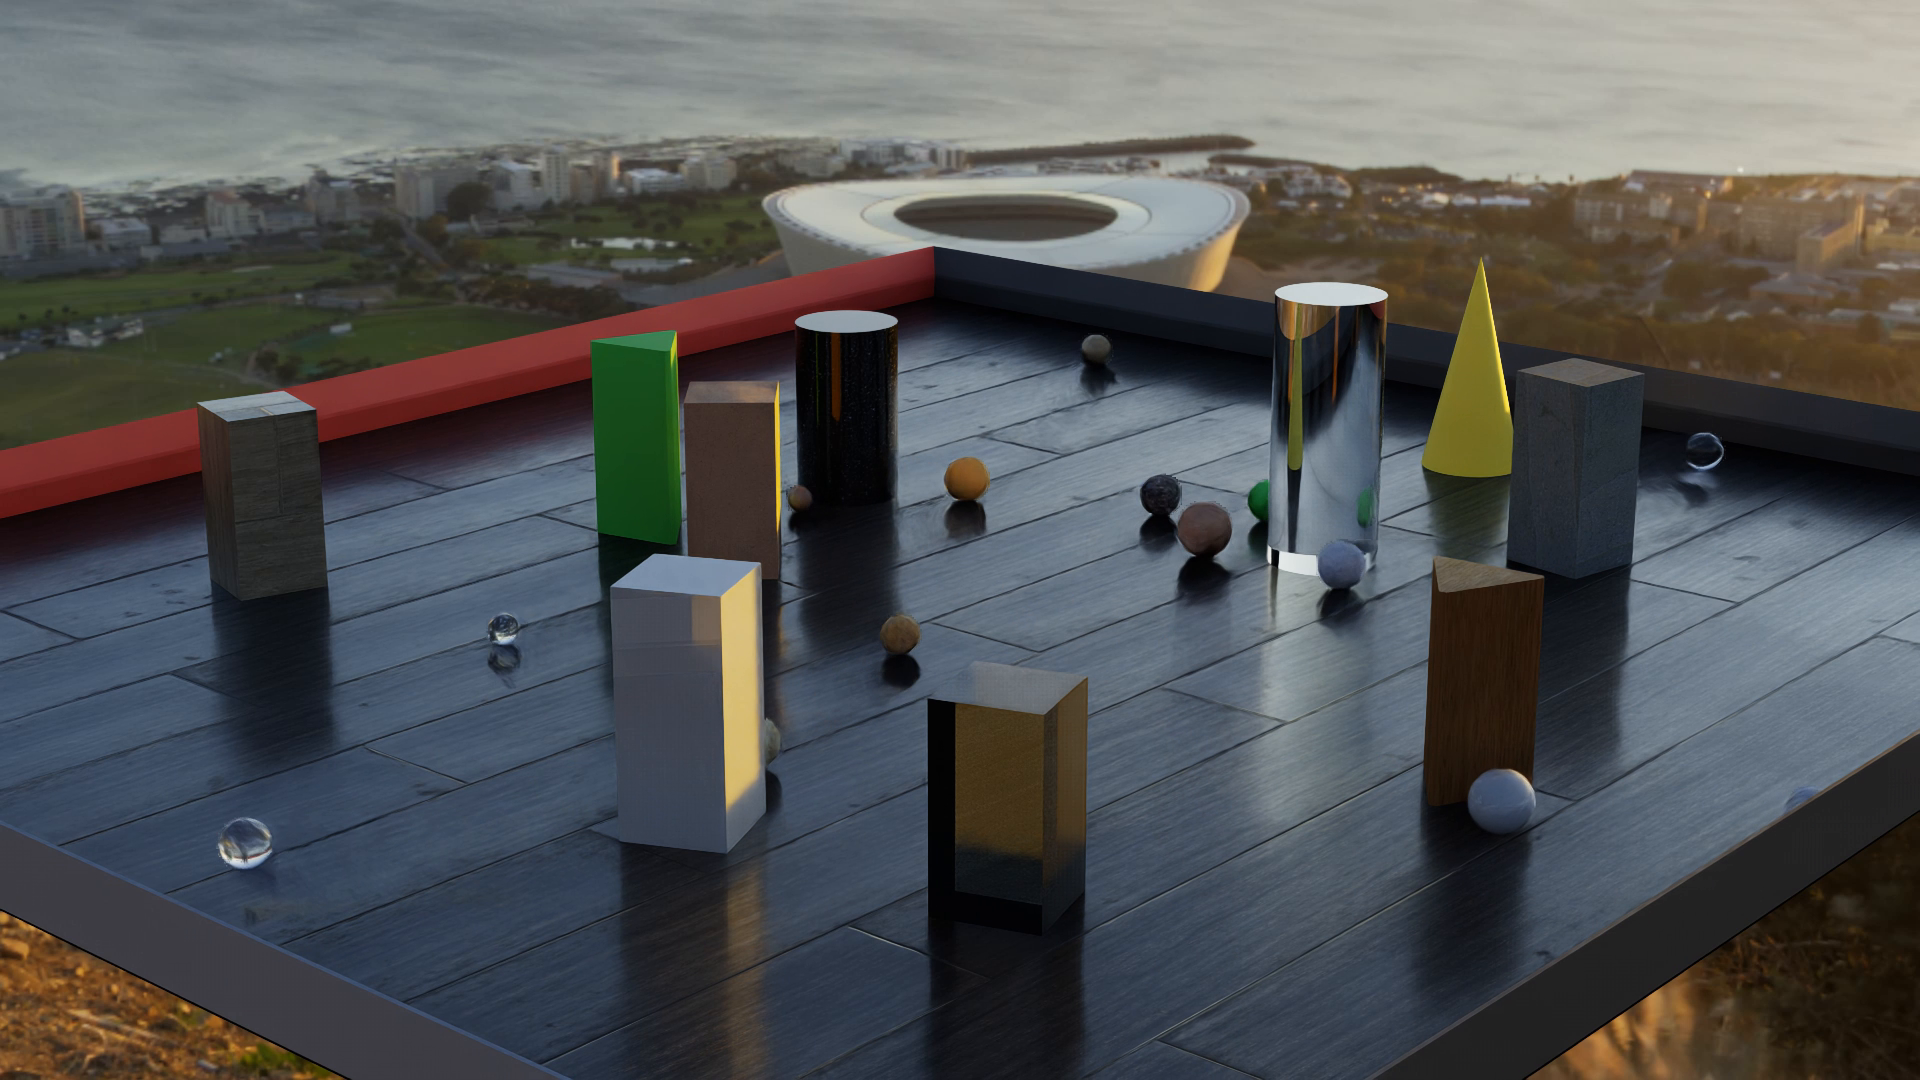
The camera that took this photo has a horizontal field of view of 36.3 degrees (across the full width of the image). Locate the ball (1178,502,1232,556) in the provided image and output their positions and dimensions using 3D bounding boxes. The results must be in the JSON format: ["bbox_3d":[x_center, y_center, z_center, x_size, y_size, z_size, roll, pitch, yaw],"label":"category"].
[{"bbox_3d":[0.446,-0.019,5.345,0.099,0.099,0.099,0,17,0],"label":"ball"}]

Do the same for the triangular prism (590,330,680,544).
[{"bbox_3d":[-0.570,-0.198,5.476,0.172,0.367,0.149,9,19,27],"label":"triangular prism"}]

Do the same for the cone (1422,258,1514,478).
[{"bbox_3d":[1.039,-0.360,5.906,0.199,0.430,0.199,0,17,0],"label":"cone"}]

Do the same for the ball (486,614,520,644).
[{"bbox_3d":[-0.759,0.148,4.872,0.053,0.053,0.053,0,17,0],"label":"ball"}]

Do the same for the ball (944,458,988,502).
[{"bbox_3d":[0.012,-0.118,5.700,0.085,0.085,0.085,0,17,0],"label":"ball"}]

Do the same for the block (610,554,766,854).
[{"bbox_3d":[-0.374,0.225,4.066,0.159,0.371,0.159,5,17,15],"label":"block"}]

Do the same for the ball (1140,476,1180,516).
[{"bbox_3d":[0.383,-0.085,5.603,0.078,0.078,0.078,0,17,0],"label":"ball"}]

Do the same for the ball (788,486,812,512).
[{"bbox_3d":[-0.308,-0.078,5.631,0.048,0.048,0.048,0,17,0],"label":"ball"}]

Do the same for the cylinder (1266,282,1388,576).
[{"bbox_3d":[0.658,-0.200,5.266,0.199,0.493,0.199,0,17,0],"label":"cylinder"}]

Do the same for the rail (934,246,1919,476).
[{"bbox_3d":[1.195,-0.365,6.438,3.386,0.129,0.045,14,22,39],"label":"rail"}]

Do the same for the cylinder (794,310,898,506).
[{"bbox_3d":[-0.220,-0.258,5.716,0.199,0.344,0.199,0,17,0],"label":"cylinder"}]

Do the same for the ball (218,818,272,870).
[{"bbox_3d":[-0.967,0.411,3.968,0.071,0.071,0.071,0,17,0],"label":"ball"}]

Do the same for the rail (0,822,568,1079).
[{"bbox_3d":[-1.195,0.429,3.802,3.386,0.129,0.045,14,22,39],"label":"rail"}]

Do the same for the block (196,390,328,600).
[{"bbox_3d":[-1.228,-0.080,5.162,0.159,0.322,0.159,-11,20,-31],"label":"block"}]

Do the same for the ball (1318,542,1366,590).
[{"bbox_3d":[0.672,0.045,5.160,0.085,0.085,0.085,0,17,0],"label":"ball"}]

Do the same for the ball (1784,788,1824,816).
[{"bbox_3d":[1.181,0.380,4.065,0.074,0.074,0.074,0,17,0],"label":"ball"}]

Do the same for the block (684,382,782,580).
[{"bbox_3d":[-0.405,-0.108,5.252,0.159,0.324,0.159,0,17,-1],"label":"block"}]

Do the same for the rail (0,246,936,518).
[{"bbox_3d":[-1.261,-0.283,6.168,0.045,0.129,3.693,14,22,39],"label":"rail"}]

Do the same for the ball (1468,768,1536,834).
[{"bbox_3d":[0.755,0.364,4.088,0.092,0.092,0.092,0,17,0],"label":"ball"}]

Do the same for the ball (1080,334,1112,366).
[{"bbox_3d":[0.316,-0.441,6.794,0.071,0.071,0.071,0,17,0],"label":"ball"}]

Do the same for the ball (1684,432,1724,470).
[{"bbox_3d":[1.499,-0.179,5.913,0.078,0.078,0.078,0,17,0],"label":"ball"}]

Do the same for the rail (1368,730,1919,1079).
[{"bbox_3d":[1.261,0.348,4.072,0.045,0.129,3.693,14,22,39],"label":"rail"}]

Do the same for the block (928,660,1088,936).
[{"bbox_3d":[0.063,0.334,3.822,0.159,0.302,0.159,7,18,22],"label":"block"}]

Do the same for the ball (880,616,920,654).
[{"bbox_3d":[-0.099,0.156,4.824,0.065,0.065,0.065,0,17,0],"label":"ball"}]

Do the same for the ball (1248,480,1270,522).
[{"bbox_3d":[0.586,-0.073,5.562,0.078,0.078,0.078,0,17,0],"label":"ball"}]

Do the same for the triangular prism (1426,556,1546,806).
[{"bbox_3d":[0.723,0.197,4.247,0.172,0.321,0.149,-7,18,-23],"label":"triangular prism"}]

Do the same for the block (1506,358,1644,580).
[{"bbox_3d":[1.107,-0.131,5.279,0.159,0.352,0.159,-13,21,-37],"label":"block"}]

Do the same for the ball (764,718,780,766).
[{"bbox_3d":[-0.304,0.299,4.328,0.078,0.078,0.078,0,17,0],"label":"ball"}]
